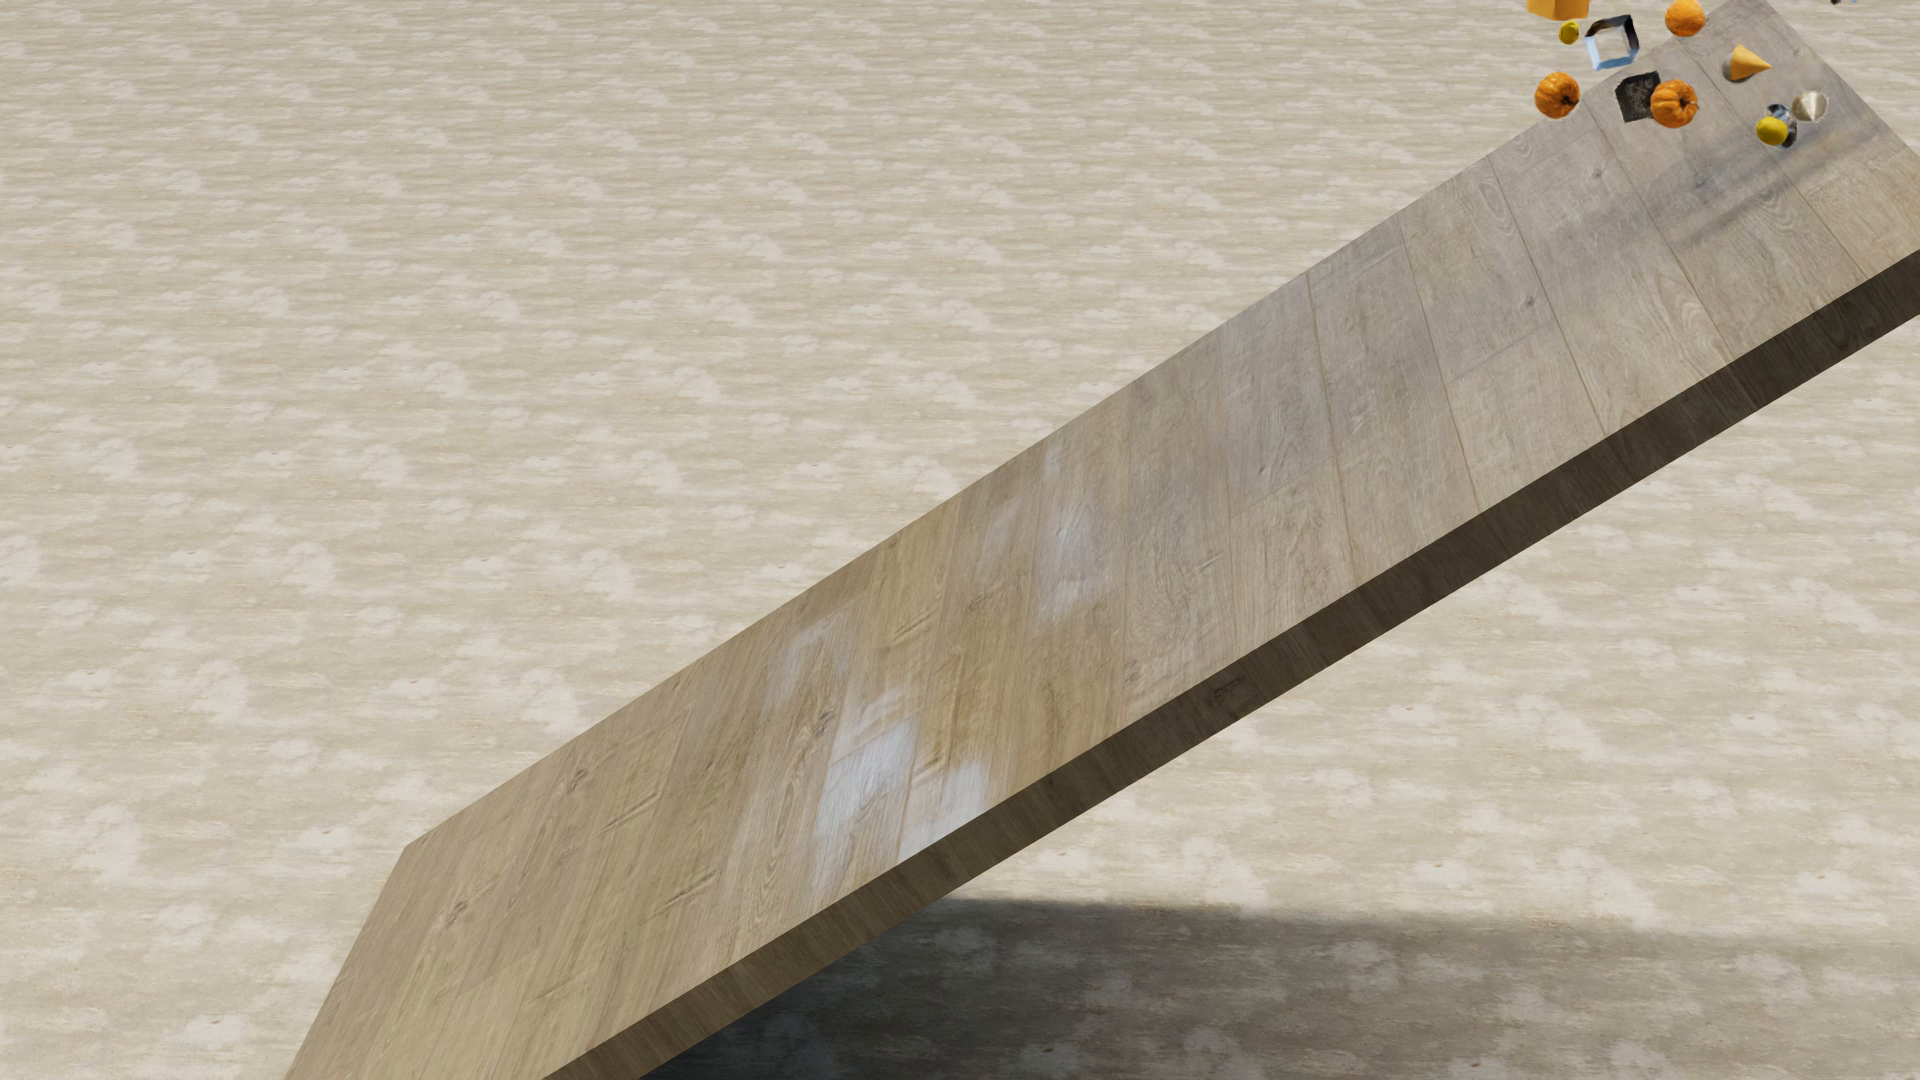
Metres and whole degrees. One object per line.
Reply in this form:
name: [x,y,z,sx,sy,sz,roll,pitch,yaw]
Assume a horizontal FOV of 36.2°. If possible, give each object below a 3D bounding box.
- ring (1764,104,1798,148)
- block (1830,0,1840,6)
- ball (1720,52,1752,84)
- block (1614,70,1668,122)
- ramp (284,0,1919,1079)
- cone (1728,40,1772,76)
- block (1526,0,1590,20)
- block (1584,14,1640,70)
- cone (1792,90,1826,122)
ring: [1.575,-0.794,5.645,0.031,0.092,0.092,-21,25,-7]
block: [1.616,-1.056,5.370,0.094,0.094,0.094,-42,-2,-24]
ball: [1.536,-0.933,5.807,0.065,0.065,0.065,0,21,0]
block: [1.309,-0.851,5.652,0.067,0.067,0.067,-13,-11,-7]
ramp: [0.135,0.174,6.306,4.000,0.100,2.000,-32,16,15]
cone: [1.529,-0.915,5.664,0.074,0.074,0.074,25,30,24]
block: [1.170,-1.067,5.738,0.085,0.085,0.085,-7,25,-26]
block: [1.249,-0.953,5.631,0.072,0.072,0.072,-6,31,34]
cone: [1.625,-0.814,5.616,0.065,0.065,0.065,3,34,7]
